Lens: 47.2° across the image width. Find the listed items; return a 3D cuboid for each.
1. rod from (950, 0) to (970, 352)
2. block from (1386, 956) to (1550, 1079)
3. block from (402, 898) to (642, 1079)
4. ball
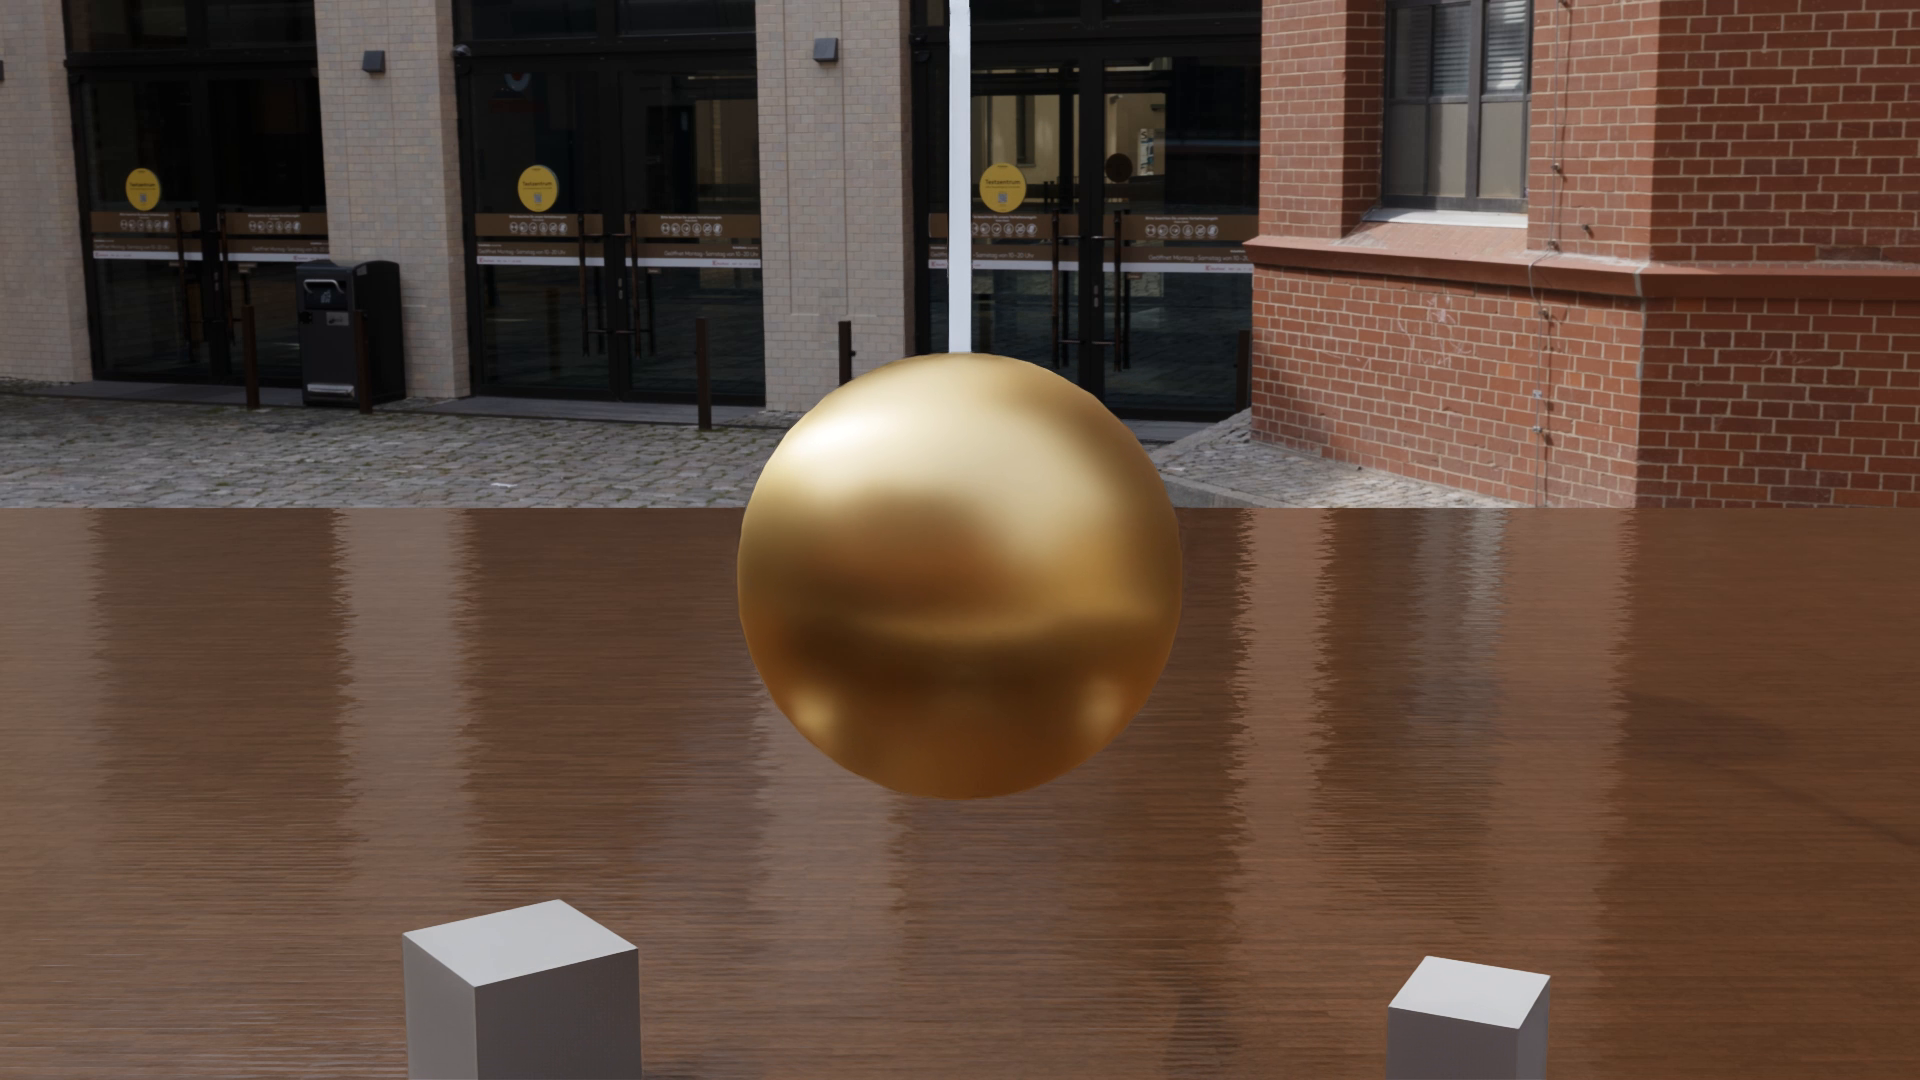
[{"bbox_3d":[0.000,-3.011,9.194,0.080,5.200,0.080,0,-23,0],"label":"rod"},{"bbox_3d":[1.844,1.863,7.983,0.460,0.479,0.548,5,11,26],"label":"block"},{"bbox_3d":[-1.631,1.770,8.186,0.641,0.587,0.655,-7,13,-35],"label":"block"},{"bbox_3d":[0.000,0.126,7.883,1.600,1.600,1.600,0,10,0],"label":"ball"}]
